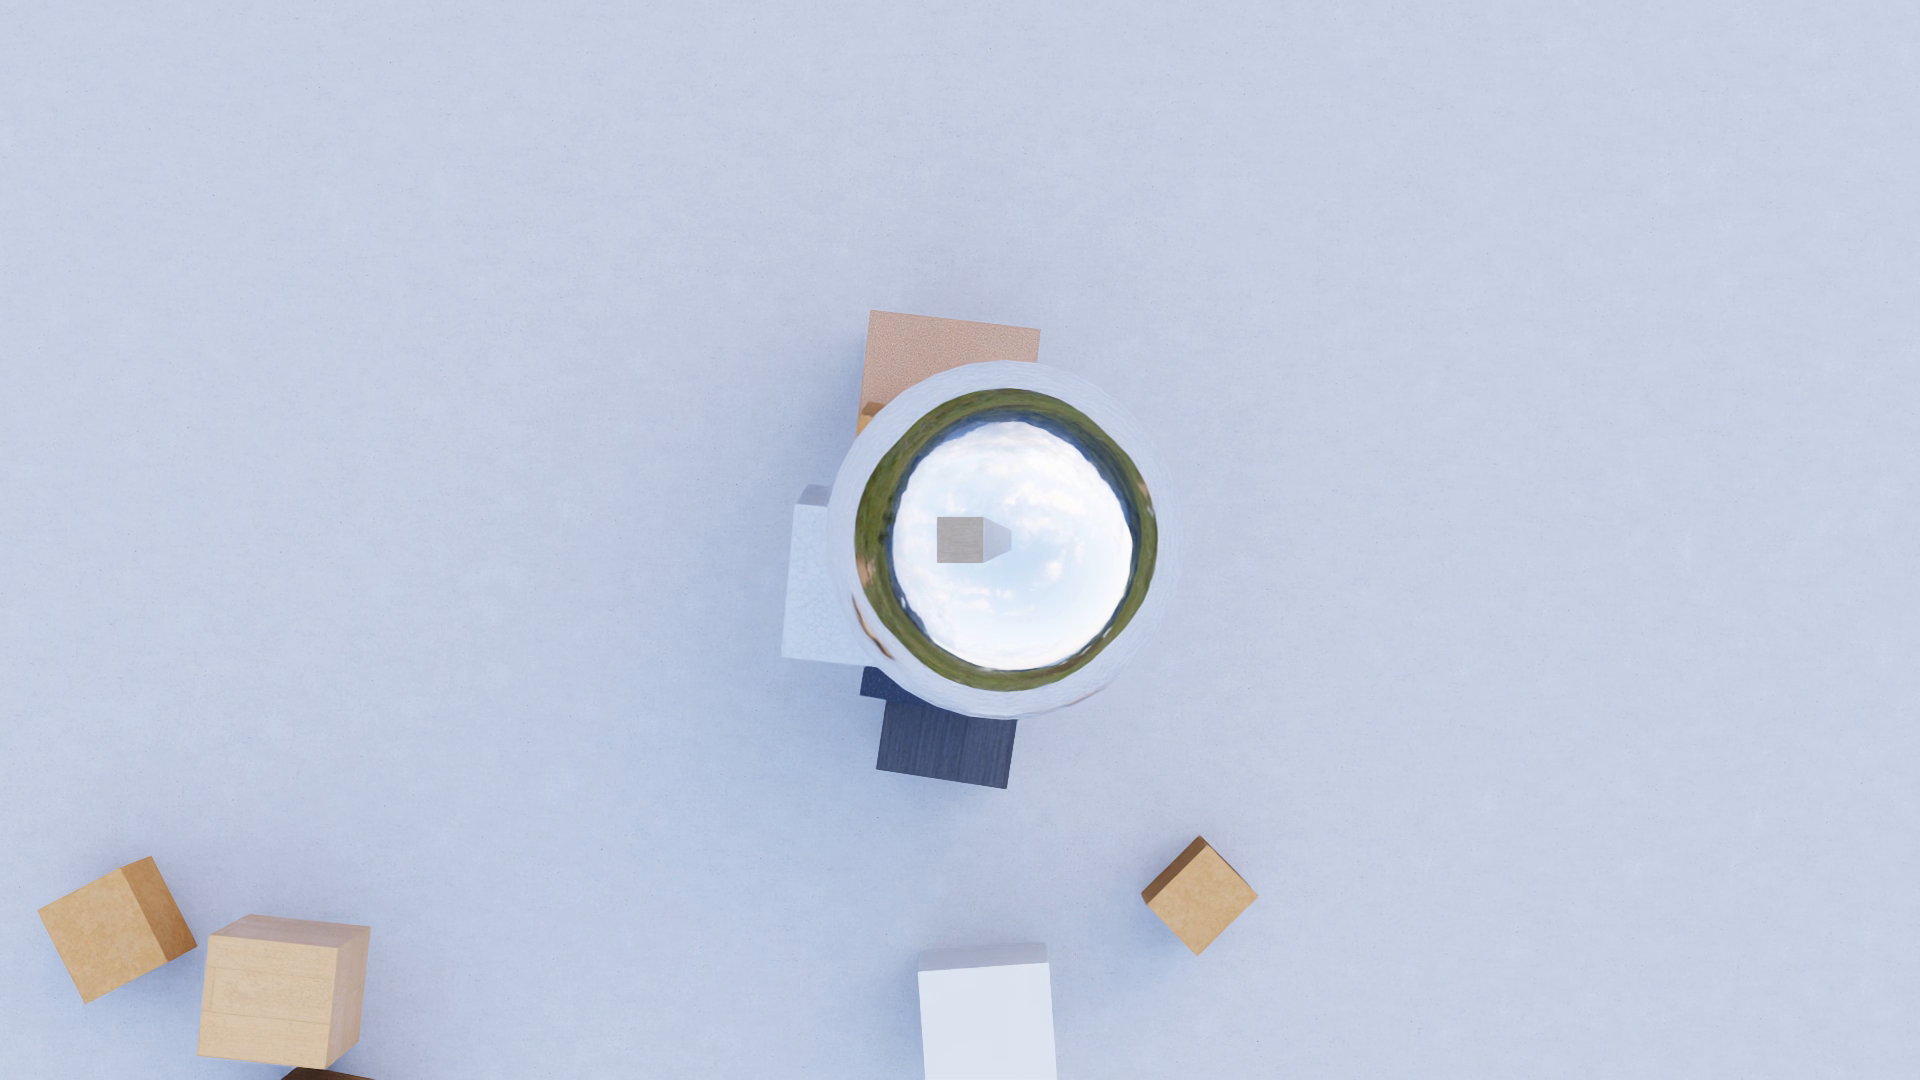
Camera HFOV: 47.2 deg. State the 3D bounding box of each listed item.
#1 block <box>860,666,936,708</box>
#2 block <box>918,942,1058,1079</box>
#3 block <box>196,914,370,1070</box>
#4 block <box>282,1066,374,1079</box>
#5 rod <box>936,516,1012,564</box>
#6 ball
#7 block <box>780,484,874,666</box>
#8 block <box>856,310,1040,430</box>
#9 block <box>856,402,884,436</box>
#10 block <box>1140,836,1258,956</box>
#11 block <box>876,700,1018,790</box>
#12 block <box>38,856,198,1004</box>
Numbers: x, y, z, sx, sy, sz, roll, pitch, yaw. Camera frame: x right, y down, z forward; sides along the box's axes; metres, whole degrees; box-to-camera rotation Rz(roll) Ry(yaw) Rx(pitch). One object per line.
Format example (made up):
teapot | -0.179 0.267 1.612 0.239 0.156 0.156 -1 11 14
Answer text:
block | -0.102 0.544 11.751 0.734 0.775 0.657 10 89 0
block | 0.156 2.750 12.691 0.740 0.619 0.691 -4 90 0
block | -3.878 2.587 12.655 0.723 0.690 0.683 6 90 0
block | -3.611 3.496 12.688 0.727 0.624 0.663 11 90 0
rod | 0.085 0.000 6.368 0.080 5.200 0.080 0 90 2
ball | 0.197 0.000 9.766 1.600 1.600 1.600 0 90 0
block | -0.456 0.177 10.943 0.738 0.734 0.753 6 99 0
block | -0.080 -0.716 12.500 0.937 1.000 0.981 7 90 0
block | -0.169 -0.247 11.621 0.814 0.745 0.779 10 99 0
block | 1.388 2.063 12.790 0.492 0.421 0.415 -44 90 0
block | -0.050 0.968 12.569 0.732 0.862 0.716 9 90 0
block | -4.880 2.254 12.756 0.532 0.487 0.604 -27 90 0
